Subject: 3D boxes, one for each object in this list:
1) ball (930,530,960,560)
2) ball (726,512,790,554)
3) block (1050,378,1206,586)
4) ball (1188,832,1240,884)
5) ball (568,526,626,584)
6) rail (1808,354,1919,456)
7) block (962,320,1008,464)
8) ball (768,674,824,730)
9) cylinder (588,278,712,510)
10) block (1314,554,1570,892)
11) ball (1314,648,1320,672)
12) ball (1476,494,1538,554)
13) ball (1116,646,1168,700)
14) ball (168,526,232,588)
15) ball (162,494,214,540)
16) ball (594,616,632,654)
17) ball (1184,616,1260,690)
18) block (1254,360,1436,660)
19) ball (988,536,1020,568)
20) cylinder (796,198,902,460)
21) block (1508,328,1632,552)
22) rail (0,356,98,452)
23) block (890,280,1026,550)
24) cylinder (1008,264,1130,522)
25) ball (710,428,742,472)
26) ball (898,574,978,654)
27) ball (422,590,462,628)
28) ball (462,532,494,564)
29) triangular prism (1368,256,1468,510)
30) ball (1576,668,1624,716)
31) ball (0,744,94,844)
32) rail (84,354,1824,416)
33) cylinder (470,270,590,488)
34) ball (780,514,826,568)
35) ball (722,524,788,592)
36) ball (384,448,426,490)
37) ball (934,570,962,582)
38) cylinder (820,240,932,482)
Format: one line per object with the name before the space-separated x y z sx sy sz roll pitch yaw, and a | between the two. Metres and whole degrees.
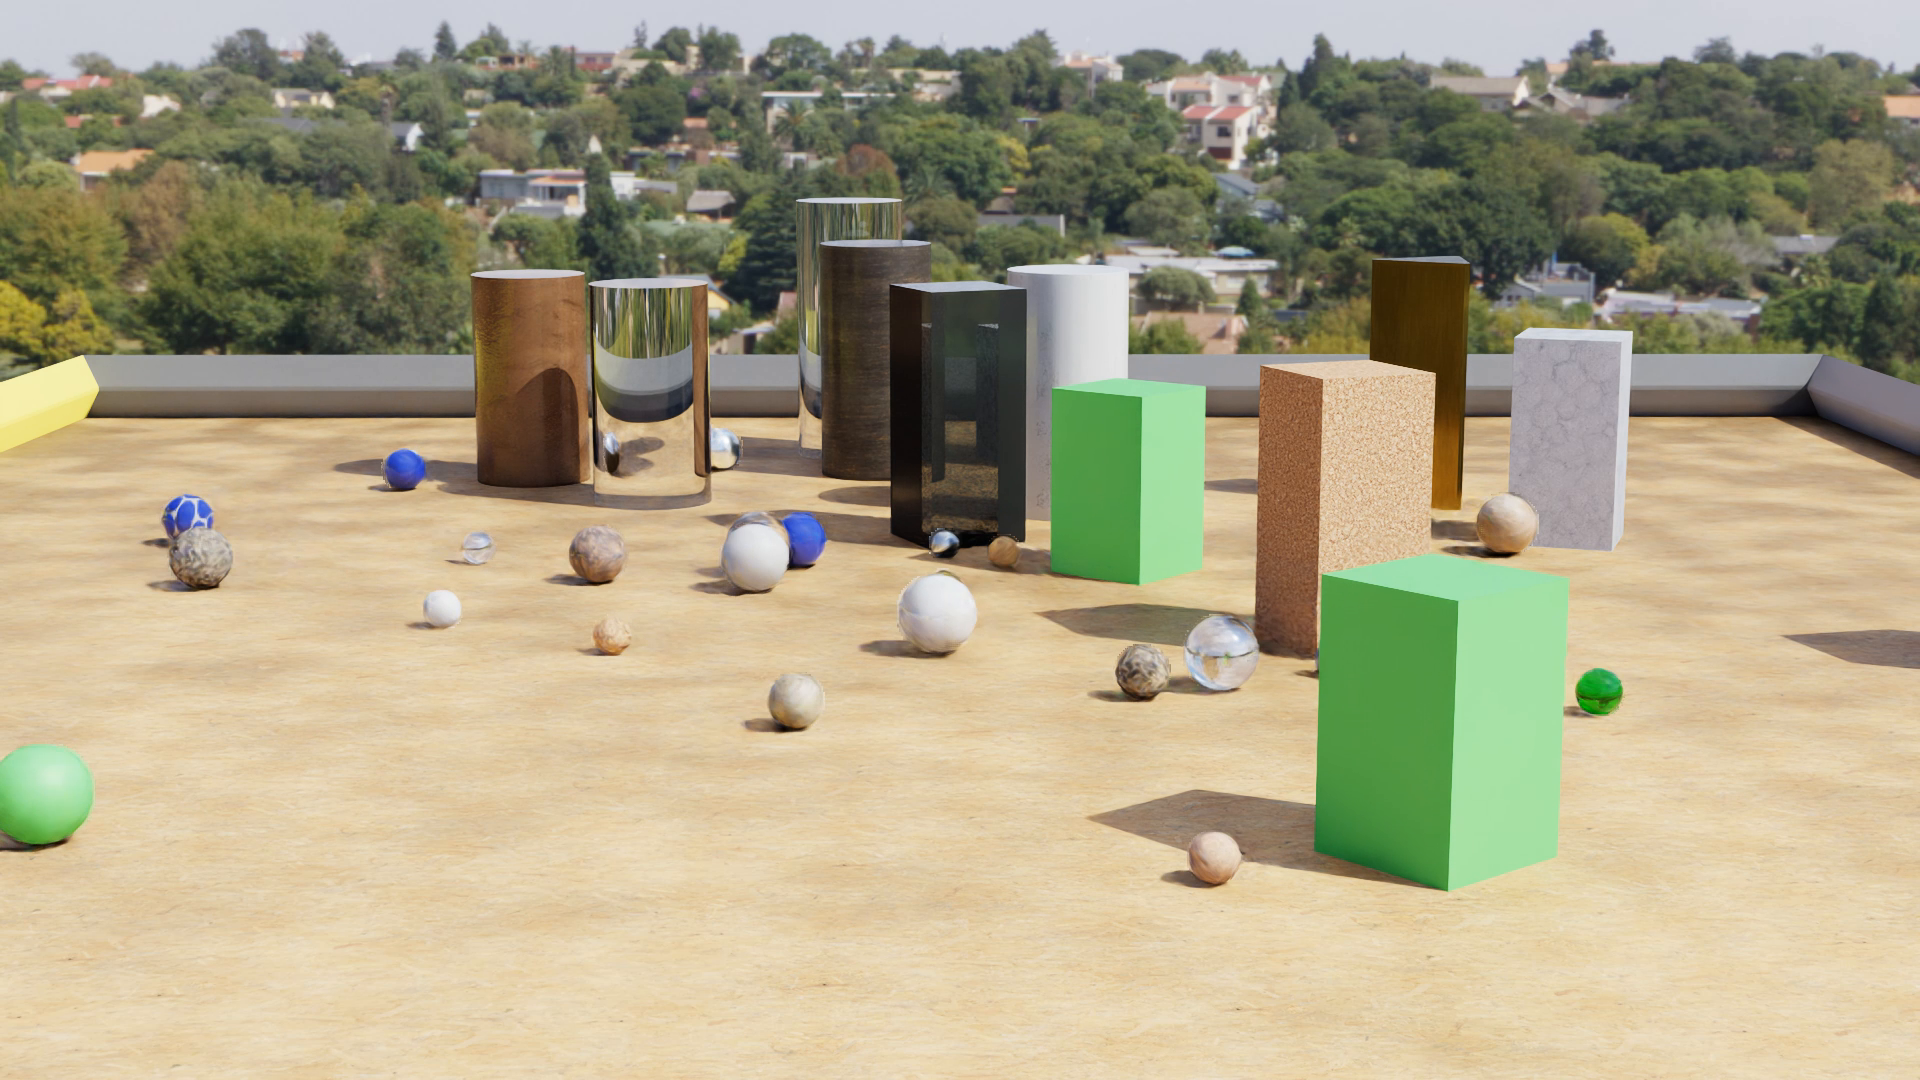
ball | -0.022 0.007 3.831 0.043 0.043 0.043 0 10 0
ball | -0.291 0.006 3.703 0.093 0.093 0.093 0 10 0
block | 0.244 -0.088 3.725 0.159 0.269 0.159 8 13 38
ball | 0.229 0.286 2.312 0.047 0.047 0.047 0 10 0
ball | -0.516 0.020 3.654 0.082 0.082 0.082 0 10 0
rail | 1.799 0.031 3.459 0.045 0.129 3.927 0 10 0
block | 0.113 -0.283 4.831 0.159 0.249 0.159 -5 12 -27
ball | -0.183 0.179 2.850 0.062 0.062 0.062 0 10 0
cylinder | -0.520 -0.248 4.317 0.199 0.368 0.199 0 10 0
block | 0.445 0.163 2.377 0.159 0.265 0.159 -9 14 -40
ball | 0.448 0.144 3.096 0.041 0.041 0.041 0 10 0
ball | 0.823 -0.023 3.866 0.091 0.091 0.091 0 10 0
ball | 0.212 0.154 2.984 0.062 0.062 0.062 0 10 0
ball | -1.070 0.025 3.616 0.087 0.087 0.087 0 10 0
ball | -1.186 -0.031 3.943 0.078 0.078 0.078 0 10 0
ball | -0.435 0.120 3.212 0.047 0.047 0.047 0 10 0
ball | 0.309 0.133 3.026 0.088 0.088 0.088 0 10 0
block | 0.485 -0.042 3.249 0.159 0.351 0.159 -4 11 -22
ball | 0.064 0.018 3.766 0.046 0.046 0.046 0 10 0
cylinder | -0.207 -0.400 4.840 0.199 0.477 0.199 0 10 0
block | 0.942 -0.158 3.964 0.159 0.320 0.159 4 11 20
rail | -1.799 0.035 3.439 0.045 0.129 3.927 0 10 0
block | -0.004 -0.196 3.970 0.159 0.392 0.159 -5 12 -24
cylinder | 0.176 -0.244 4.209 0.199 0.400 0.199 0 10 0
ball | -0.437 -0.165 4.660 0.079 0.079 0.079 0 10 0
ball | -0.028 0.093 3.215 0.099 0.099 0.099 0 10 0
ball | -0.678 0.091 3.358 0.051 0.051 0.051 0 10 0
ball | -0.713 0.011 3.795 0.048 0.048 0.048 0 10 0
triangular prism | 0.799 -0.269 4.323 0.172 0.408 0.149 7 13 34
ball | 0.726 0.172 2.912 0.053 0.053 0.053 0 10 0
ball | -0.870 0.240 2.427 0.096 0.096 0.096 0 10 0
rail | -0.011 -0.320 5.356 3.645 0.129 0.045 0 10 0
cylinder | -0.760 -0.288 4.544 0.199 0.365 0.199 0 10 0
ball | -0.236 0.000 3.770 0.079 0.079 0.079 0 10 0
ball | -0.287 0.025 3.595 0.095 0.095 0.095 0 10 0
ball | -0.965 -0.123 4.458 0.071 0.071 0.071 0 10 0
ball | -0.022 0.069 3.460 0.056 0.056 0.056 0 10 0
cylinder | -0.151 -0.326 4.611 0.199 0.414 0.199 0 10 0
